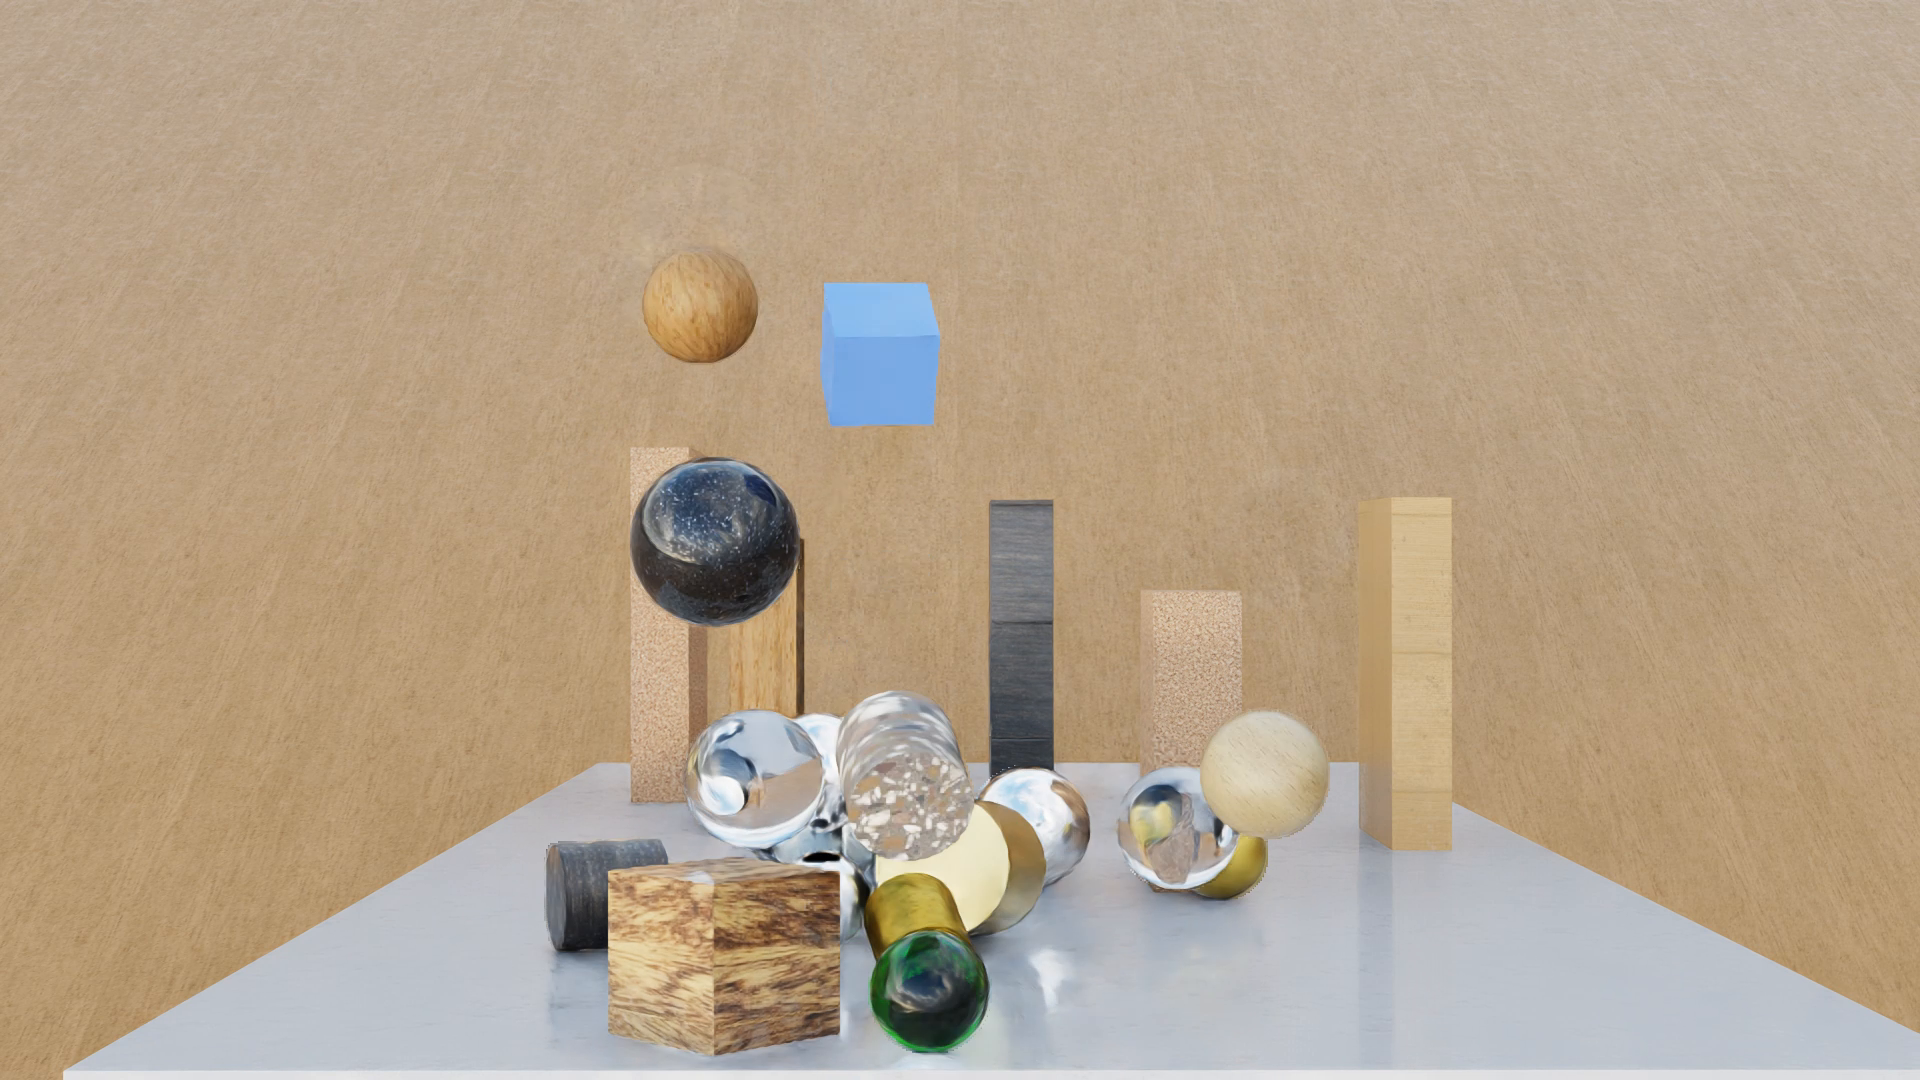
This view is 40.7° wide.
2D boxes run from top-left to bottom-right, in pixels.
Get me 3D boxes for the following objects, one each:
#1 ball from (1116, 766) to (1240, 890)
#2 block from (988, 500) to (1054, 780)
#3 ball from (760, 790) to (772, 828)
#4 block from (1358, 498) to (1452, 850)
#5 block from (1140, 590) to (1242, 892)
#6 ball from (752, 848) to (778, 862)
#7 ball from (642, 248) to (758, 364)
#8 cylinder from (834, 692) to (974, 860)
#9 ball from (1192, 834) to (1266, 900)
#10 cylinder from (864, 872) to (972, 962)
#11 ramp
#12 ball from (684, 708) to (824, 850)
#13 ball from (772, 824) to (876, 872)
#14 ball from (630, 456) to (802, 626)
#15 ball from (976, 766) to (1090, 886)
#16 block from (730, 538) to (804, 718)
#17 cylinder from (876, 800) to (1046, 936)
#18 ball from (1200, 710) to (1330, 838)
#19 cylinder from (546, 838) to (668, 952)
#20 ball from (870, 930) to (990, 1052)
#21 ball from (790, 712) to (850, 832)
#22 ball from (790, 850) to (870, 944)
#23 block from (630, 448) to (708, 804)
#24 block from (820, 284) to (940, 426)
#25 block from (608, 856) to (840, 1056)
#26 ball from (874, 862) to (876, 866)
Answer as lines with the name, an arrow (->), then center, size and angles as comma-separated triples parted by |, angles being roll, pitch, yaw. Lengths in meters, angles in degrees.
ball -> 0.316, 0.416, 3.752 | 0.178, 0.178, 0.178 | 0, 31, 0
block -> 0.134, 0.242, 5.733 | 0.135, 0.654, 0.364 | 0, 0, 0
ball -> -0.259, 0.463, 4.625 | 0.198, 0.198, 0.198 | 0, 31, 0
block -> 0.836, 0.244, 4.884 | 0.109, 0.639, 0.386 | 0, 0, 0
block -> 0.377, 0.322, 4.247 | 0.141, 0.476, 0.280 | 0, 0, 0
ball -> -0.280, 0.472, 4.377 | 0.178, 0.178, 0.178 | 0, 31, 0
ball -> -0.305, -0.275, 3.043 | 0.136, 0.136, 0.136 | 0, 31, 0
cylinder -> -0.063, 0.259, 2.853 | 0.137, 0.137, 0.137 | -5, 26, -8
ball -> 0.404, 0.485, 4.030 | 0.146, 0.146, 0.146 | 0, 31, 0
cylinder -> -0.048, 0.459, 2.984 | 0.109, 0.109, 0.109 | -7, 28, -11
ramp -> 0.069, 0.612, 4.685 | 2.000, 0.100, 4.000 | 0, 0, 0
ball -> -0.260, 0.302, 3.269 | 0.177, 0.177, 0.177 | 0, 31, 0
ball -> -0.215, 0.466, 4.182 | 0.187, 0.187, 0.187 | 0, 31, 0
ball -> -0.263, 0.001, 2.783 | 0.184, 0.184, 0.184 | 0, 31, 0
ball -> 0.113, 0.462, 4.167 | 0.195, 0.195, 0.195 | 0, 31, 0
block -> -0.384, 0.281, 5.182 | 0.130, 0.569, 0.269 | 0, 0, 0
cylinder -> 0.003, 0.449, 3.563 | 0.189, 0.189, 0.189 | 11, -4, 18
ball -> 0.372, 0.286, 3.166 | 0.157, 0.157, 0.157 | 0, 31, 0
cylinder -> -0.478, 0.481, 3.518 | 0.144, 0.144, 0.144 | -1, 30, -20
ball -> -0.032, 0.486, 2.790 | 0.130, 0.130, 0.130 | 0, 31, 0
ball -> -0.195, 0.320, 3.574 | 0.165, 0.165, 0.165 | 0, 31, 0
ball -> -0.187, 0.490, 3.528 | 0.131, 0.131, 0.131 | 0, 31, 0
block -> -0.649, 0.185, 5.807 | 0.126, 0.768, 0.423 | 0, 0, 0
block -> -0.089, -0.202, 2.820 | 0.112, 0.112, 0.112 | -1, 35, -9
block -> -0.263, 0.460, 2.894 | 0.182, 0.182, 0.182 | 0, 0, 45
ball -> -0.134, 0.479, 4.469 | 0.164, 0.164, 0.164 | 0, 31, 0
